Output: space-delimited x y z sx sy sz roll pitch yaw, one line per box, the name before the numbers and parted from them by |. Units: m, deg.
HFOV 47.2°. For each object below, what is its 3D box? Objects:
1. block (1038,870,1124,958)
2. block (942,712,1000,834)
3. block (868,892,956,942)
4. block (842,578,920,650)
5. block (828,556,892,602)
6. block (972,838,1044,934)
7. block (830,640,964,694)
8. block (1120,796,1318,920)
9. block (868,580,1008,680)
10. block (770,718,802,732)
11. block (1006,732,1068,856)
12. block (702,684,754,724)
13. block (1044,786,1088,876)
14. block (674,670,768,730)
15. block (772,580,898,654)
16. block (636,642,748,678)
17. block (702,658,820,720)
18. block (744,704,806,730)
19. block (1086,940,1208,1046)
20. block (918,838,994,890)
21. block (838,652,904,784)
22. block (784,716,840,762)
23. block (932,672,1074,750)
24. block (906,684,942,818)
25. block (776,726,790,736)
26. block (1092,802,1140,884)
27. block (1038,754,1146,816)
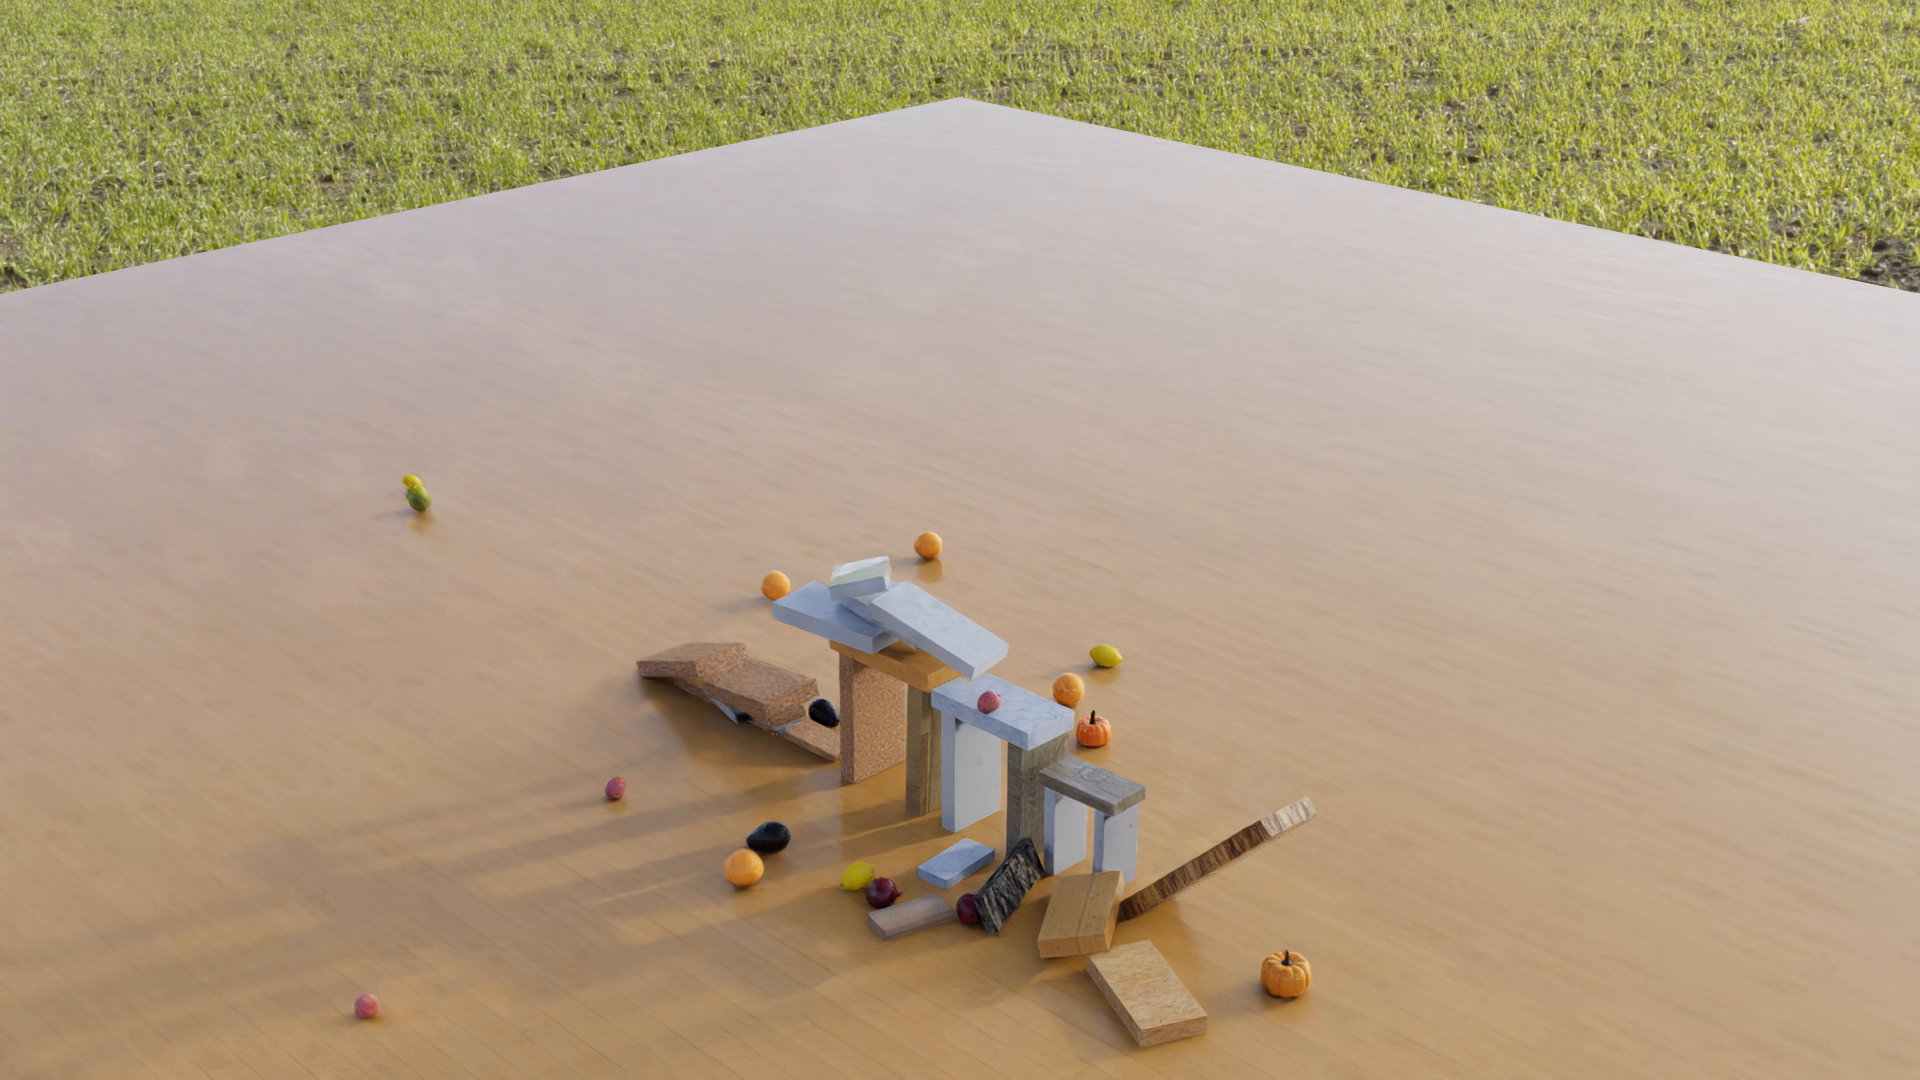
block | 0.225 0.686 4.043 0.124 0.035 0.248 -8 17 14
block | 0.023 0.442 4.386 0.037 0.261 0.131 21 31 41
block | -0.090 0.700 4.084 0.147 0.021 0.073 -12 26 -27
block | -0.121 0.145 4.431 0.113 0.032 0.227 -19 35 -38
block | -0.202 0.078 4.475 0.113 0.032 0.227 -11 10 2
block | 0.093 0.648 4.137 0.021 0.073 0.233 -15 14 30
block | -0.113 0.222 4.440 0.145 0.041 0.290 -21 31 -41
block | 0.458 0.576 3.958 0.124 0.035 0.459 -19 -15 -38
block | -0.042 0.175 4.320 0.260 0.032 0.113 31 39 24
block | -0.397 0.376 4.727 0.065 0.018 0.130 -20 19 -23
block | 0.151 0.488 4.277 0.131 0.261 0.037 -21 31 -40
block | -0.491 0.346 4.847 0.087 0.025 0.174 -20 31 -25
block | 0.204 0.545 4.238 0.093 0.185 0.026 -21 31 -40
block | -0.503 0.349 4.908 0.322 0.025 0.087 21 31 40
block | -0.239 0.157 4.492 0.266 0.038 0.133 18 29 34
block | -0.604 0.271 4.954 0.133 0.038 0.266 -19 9 -36
block | -0.432 0.319 4.751 0.133 0.038 0.266 -23 20 -31
block | -0.403 0.358 4.714 0.087 0.025 0.174 -19 18 -22
block | 0.324 0.791 3.852 0.124 0.035 0.247 -8 24 -18
block | -0.007 0.626 4.260 0.073 0.021 0.147 18 29 36
block | -0.182 0.348 4.569 0.145 0.290 0.041 -21 32 -41
block | -0.302 0.423 4.690 0.130 0.018 0.065 24 41 20
block | 0.082 0.328 4.272 0.261 0.037 0.130 21 31 40
block | -0.041 0.402 4.440 0.145 0.290 0.041 -21 33 -41
block | -0.351 0.407 4.746 0.130 0.018 0.065 25 33 25
block | 0.295 0.574 4.170 0.093 0.185 0.026 -19 30 -38
block | 0.249 0.464 4.159 0.185 0.026 0.093 20 30 39
